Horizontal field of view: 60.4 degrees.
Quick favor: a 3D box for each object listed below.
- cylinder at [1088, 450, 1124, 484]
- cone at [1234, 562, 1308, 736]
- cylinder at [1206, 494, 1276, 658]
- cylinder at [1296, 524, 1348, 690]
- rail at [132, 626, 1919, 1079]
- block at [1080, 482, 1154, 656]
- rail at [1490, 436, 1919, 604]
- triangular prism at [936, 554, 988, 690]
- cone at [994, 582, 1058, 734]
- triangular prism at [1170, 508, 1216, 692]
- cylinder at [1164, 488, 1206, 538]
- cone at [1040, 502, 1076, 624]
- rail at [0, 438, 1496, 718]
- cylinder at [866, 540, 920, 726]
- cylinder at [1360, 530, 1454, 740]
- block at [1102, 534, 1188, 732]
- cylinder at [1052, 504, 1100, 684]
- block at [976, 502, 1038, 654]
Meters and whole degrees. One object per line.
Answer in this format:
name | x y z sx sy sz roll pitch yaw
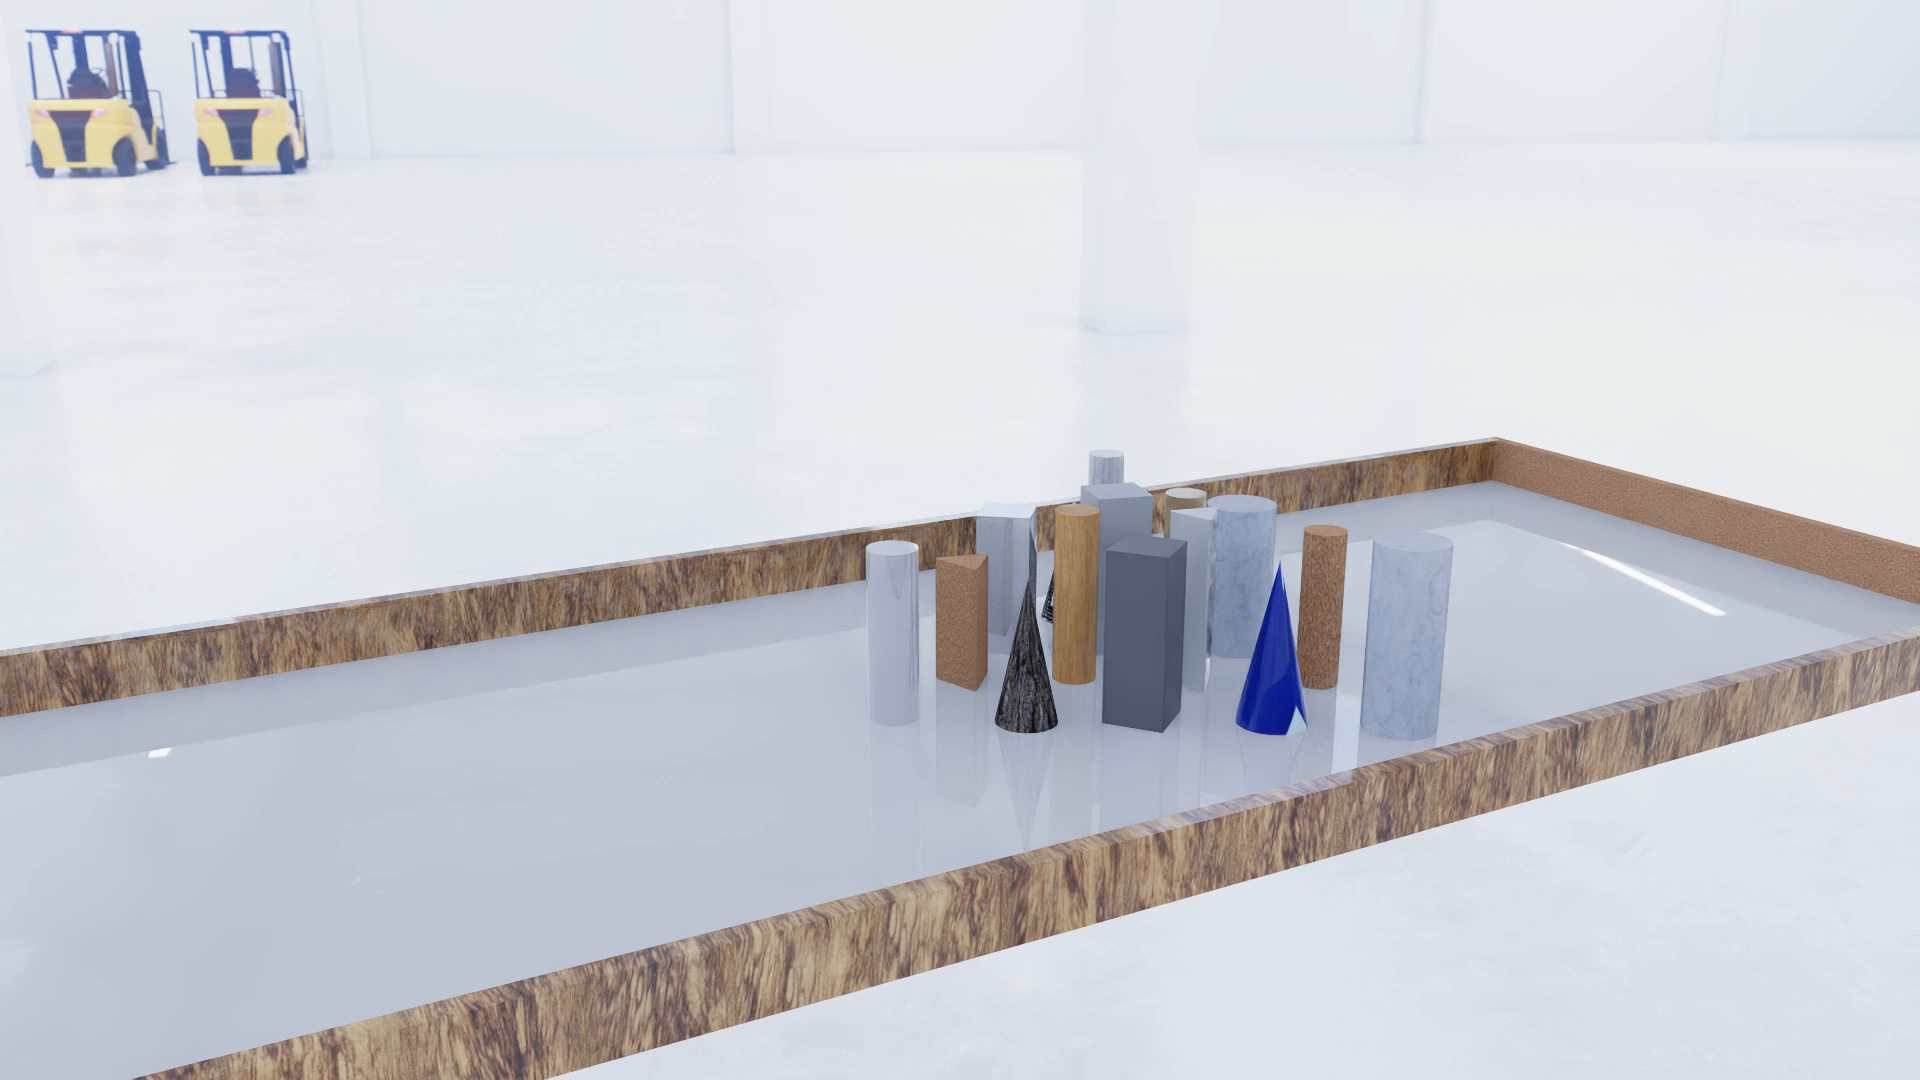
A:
cylinder | 0.425 -0.058 4.836 0.104 0.403 0.104 0 16 0
cone | 0.736 0.236 3.843 0.173 0.400 0.173 0 16 0
cylinder | 0.730 0.095 4.331 0.180 0.395 0.180 0 16 0
cylinder | 0.895 0.166 4.087 0.105 0.396 0.105 0 16 0
rail | -2.336 1.006 1.665 12.000 0.150 0.050 -9 18 -27
block | 0.407 0.075 4.348 0.147 0.424 0.147 -4 17 -14
rail | 2.466 -0.048 5.253 0.050 0.150 2.100 -9 18 -27
triangular prism | 0.028 0.197 4.123 0.135 0.316 0.117 15 22 41
cone | 0.157 0.258 3.850 0.150 0.354 0.150 0 16 0
triangular prism | 0.595 0.142 4.090 0.121 0.442 0.104 16 22 42
cylinder | 0.621 0.041 4.586 0.113 0.355 0.113 0 16 0
cone | 0.313 0.049 4.580 0.174 0.344 0.174 0 16 0
rail | -3.305 0.497 3.399 12.000 0.150 0.050 -9 18 -27
cylinder | -0.157 0.219 3.869 0.122 0.418 0.122 0 16 0
cylinder | 1.029 0.219 3.808 0.176 0.453 0.176 0 16 0
block | 0.432 0.217 3.863 0.148 0.425 0.148 7 18 23
cylinder | 0.288 0.136 4.114 0.111 0.438 0.111 0 16 0
block | 0.123 0.101 4.347 0.139 0.374 0.139 3 17 10
